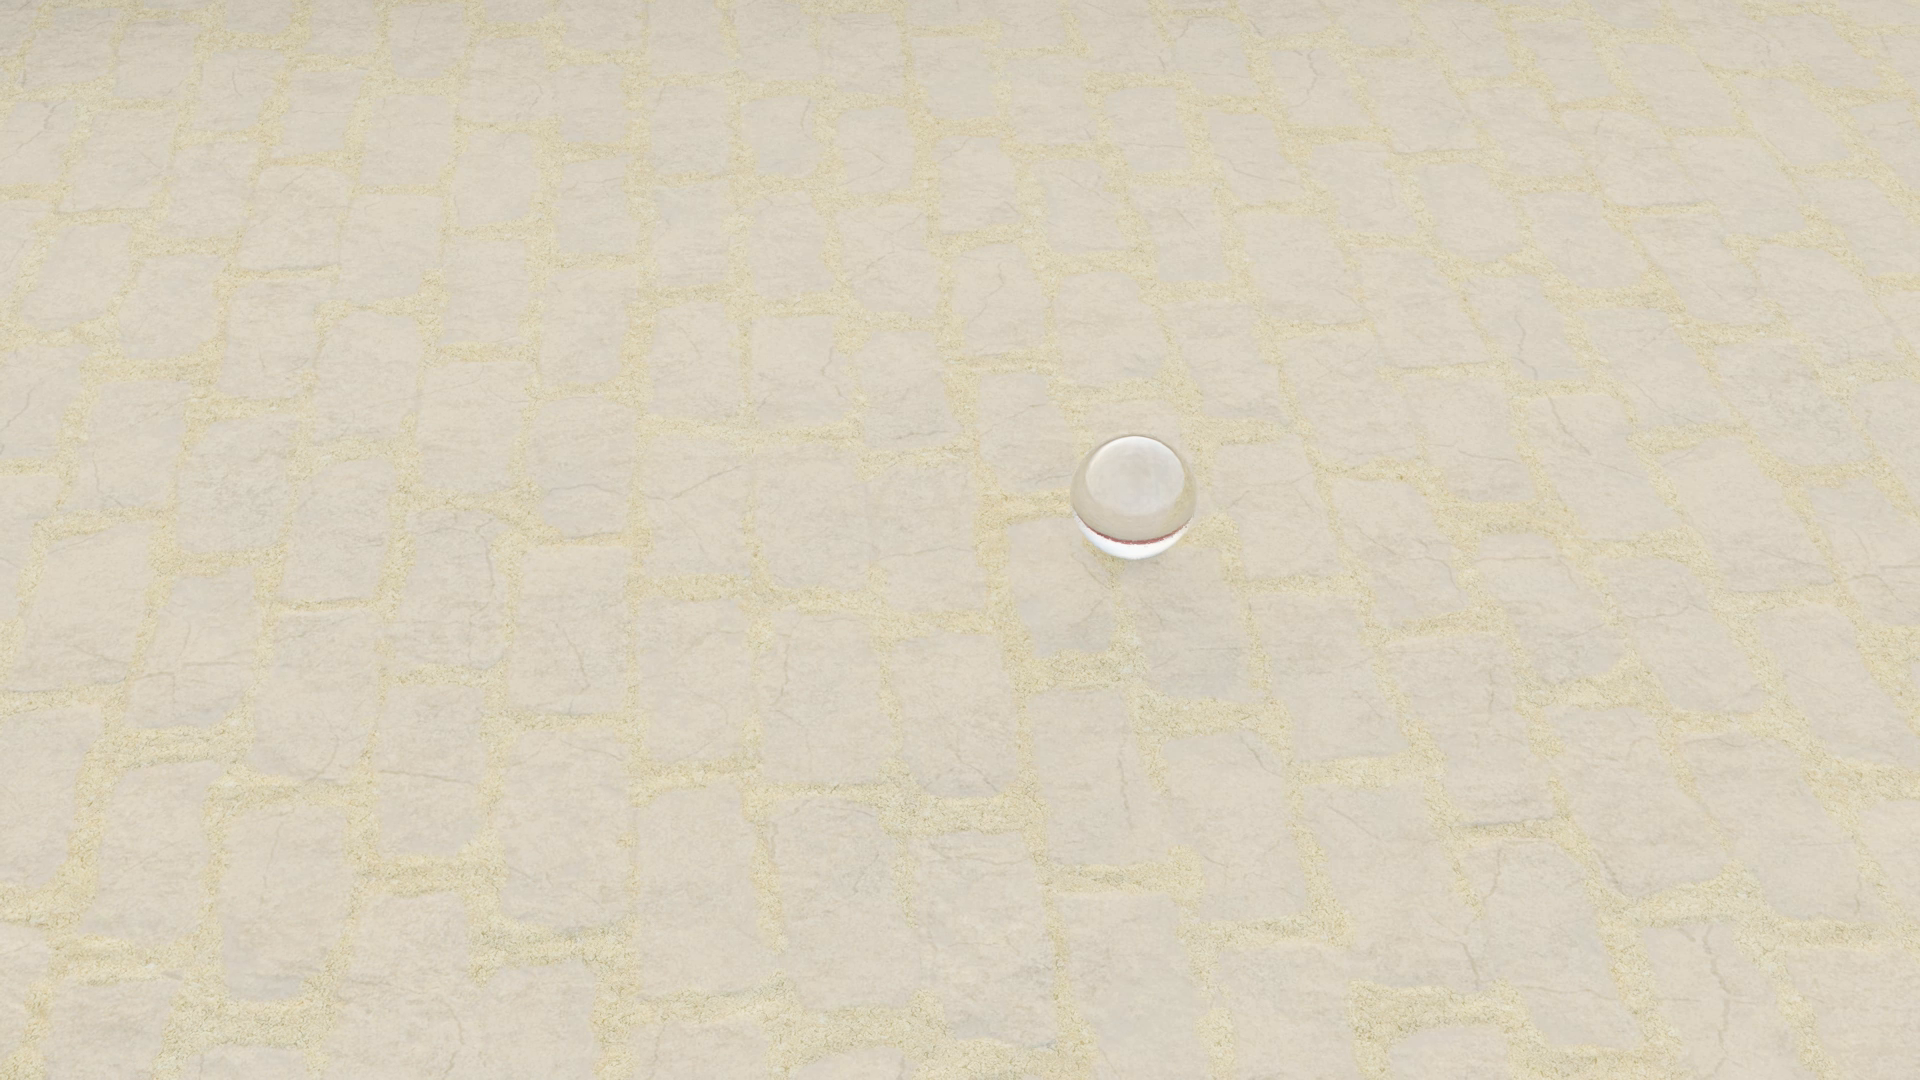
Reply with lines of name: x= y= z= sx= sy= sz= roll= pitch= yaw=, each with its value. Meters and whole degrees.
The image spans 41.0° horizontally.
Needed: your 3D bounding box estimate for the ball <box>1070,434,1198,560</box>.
ball: x=0.104 y=-0.026 z=1.534 sx=0.076 sy=0.076 sz=0.076 roll=0 pitch=37 yaw=0
